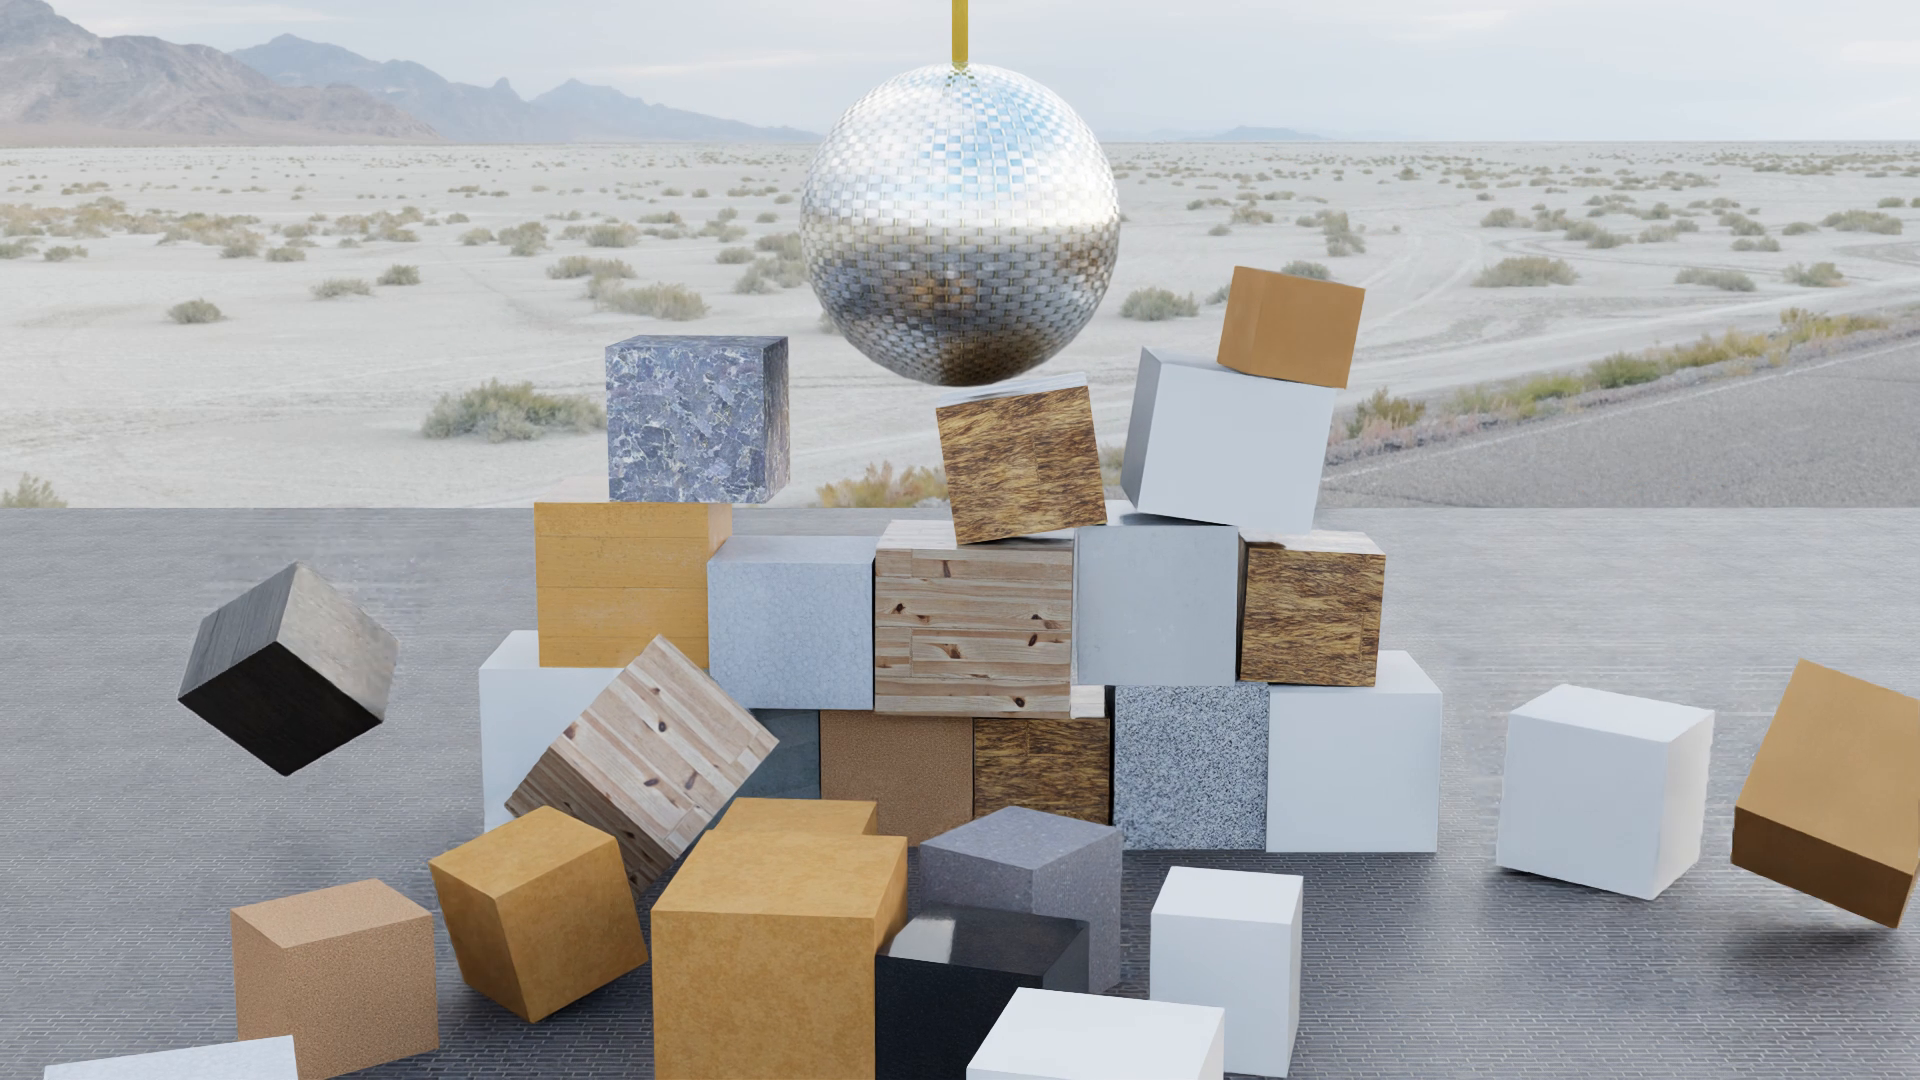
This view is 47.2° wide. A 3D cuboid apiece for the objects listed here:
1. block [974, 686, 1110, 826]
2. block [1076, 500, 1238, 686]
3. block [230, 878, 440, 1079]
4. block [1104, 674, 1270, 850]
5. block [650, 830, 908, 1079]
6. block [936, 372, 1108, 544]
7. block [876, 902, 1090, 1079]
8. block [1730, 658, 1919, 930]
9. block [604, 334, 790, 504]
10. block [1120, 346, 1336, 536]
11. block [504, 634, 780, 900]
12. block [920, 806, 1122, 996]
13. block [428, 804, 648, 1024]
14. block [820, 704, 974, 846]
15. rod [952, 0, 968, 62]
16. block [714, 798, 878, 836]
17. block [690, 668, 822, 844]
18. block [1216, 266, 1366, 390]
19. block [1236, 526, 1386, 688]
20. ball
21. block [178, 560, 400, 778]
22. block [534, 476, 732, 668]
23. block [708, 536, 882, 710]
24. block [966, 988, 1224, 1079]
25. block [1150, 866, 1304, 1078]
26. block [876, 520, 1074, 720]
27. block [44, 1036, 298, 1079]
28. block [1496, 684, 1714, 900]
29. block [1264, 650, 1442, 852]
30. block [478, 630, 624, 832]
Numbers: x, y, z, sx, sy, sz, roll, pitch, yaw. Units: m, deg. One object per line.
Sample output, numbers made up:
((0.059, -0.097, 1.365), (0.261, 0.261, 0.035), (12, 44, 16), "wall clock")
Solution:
((0.413, 1.155, 11.379), (0.676, 0.656, 0.687), (0, 10, 0), "block")
((0.987, 0.256, 11.203), (0.774, 0.802, 0.787), (0, 10, 2), "block")
((-2.443, 1.715, 8.593), (0.599, 0.551, 0.543), (-8, 13, -37), "block")
((1.149, 1.065, 11.354), (0.759, 0.843, 0.812), (0, 10, 0), "block")
((-0.667, 1.636, 8.465), (0.818, 0.753, 0.947), (1, 10, 6), "block")
((0.311, -0.419, 10.998), (0.744, 0.680, 0.653), (-8, 10, 3), "block")
((0.091, 1.764, 8.151), (0.631, 0.613, 0.590), (4, 11, 19), "block")
((3.966, 1.138, 9.817), (0.754, 0.752, 0.824), (22, -17, 26), "block")
((-1.298, -0.617, 11.006), (0.775, 0.754, 0.697), (1, 10, 6), "block")
((1.328, -0.513, 11.075), (0.861, 0.733, 0.830), (8, 11, -3), "block")
((-1.461, 1.070, 10.069), (0.798, 0.737, 0.737), (-49, 2, -39), "block")
((0.255, 1.554, 9.130), (0.562, 0.676, 0.654), (7, 13, 36), "block")
((-1.750, 1.542, 9.135), (0.571, 0.579, 0.589), (-25, 23, -34), "block")
((-0.311, 1.126, 11.362), (0.760, 0.720, 0.712), (0, 10, 1), "block")
((0.000, -4.900, 10.300), (0.080, 5.200, 0.080), (0, 11, 0), "rod")
((-0.698, 1.520, 9.269), (0.615, 0.693, 0.637), (1, 10, 6), "block")
((-1.095, 1.105, 11.398), (0.777, 0.748, 0.724), (0, 10, 0), "block")
((1.619, -1.049, 10.801), (0.509, 0.491, 0.480), (8, 9, -13), "block")
((1.751, 0.330, 11.212), (0.674, 0.672, 0.629), (3, 10, 0), "block")
((0.000, -1.557, 10.921), (1.600, 1.600, 1.600), (0, 10, 0), "ball")
((-3.468, 0.675, 11.413), (0.708, 0.735, 0.582), (-28, 38, 21), "block")
((-1.642, 0.149, 11.217), (0.855, 0.828, 0.851), (0, 10, 2), "block")
((-0.811, 0.404, 11.119), (0.802, 0.729, 0.760), (0, 10, 3), "block")
((0.445, 1.922, 7.052), (0.697, 0.696, 0.676), (3, 11, 15), "block")
((1.047, 1.680, 8.615), (0.528, 0.613, 0.563), (2, 11, 13), "block")
((0.089, 0.385, 11.102), (0.953, 0.832, 0.808), (1, 10, 4), "block")
((-2.397, 2.007, 6.732), (0.743, 0.643, 0.736), (-4, 11, -19), "block")
((3.139, 1.204, 10.691), (0.761, 0.762, 0.755), (10, 13, 33), "block")
((1.955, 1.075, 11.368), (0.851, 0.817, 0.923), (0, 10, 0), "block")
((-1.934, 1.017, 11.363), (0.886, 0.933, 0.869), (0, 10, 0), "block")
